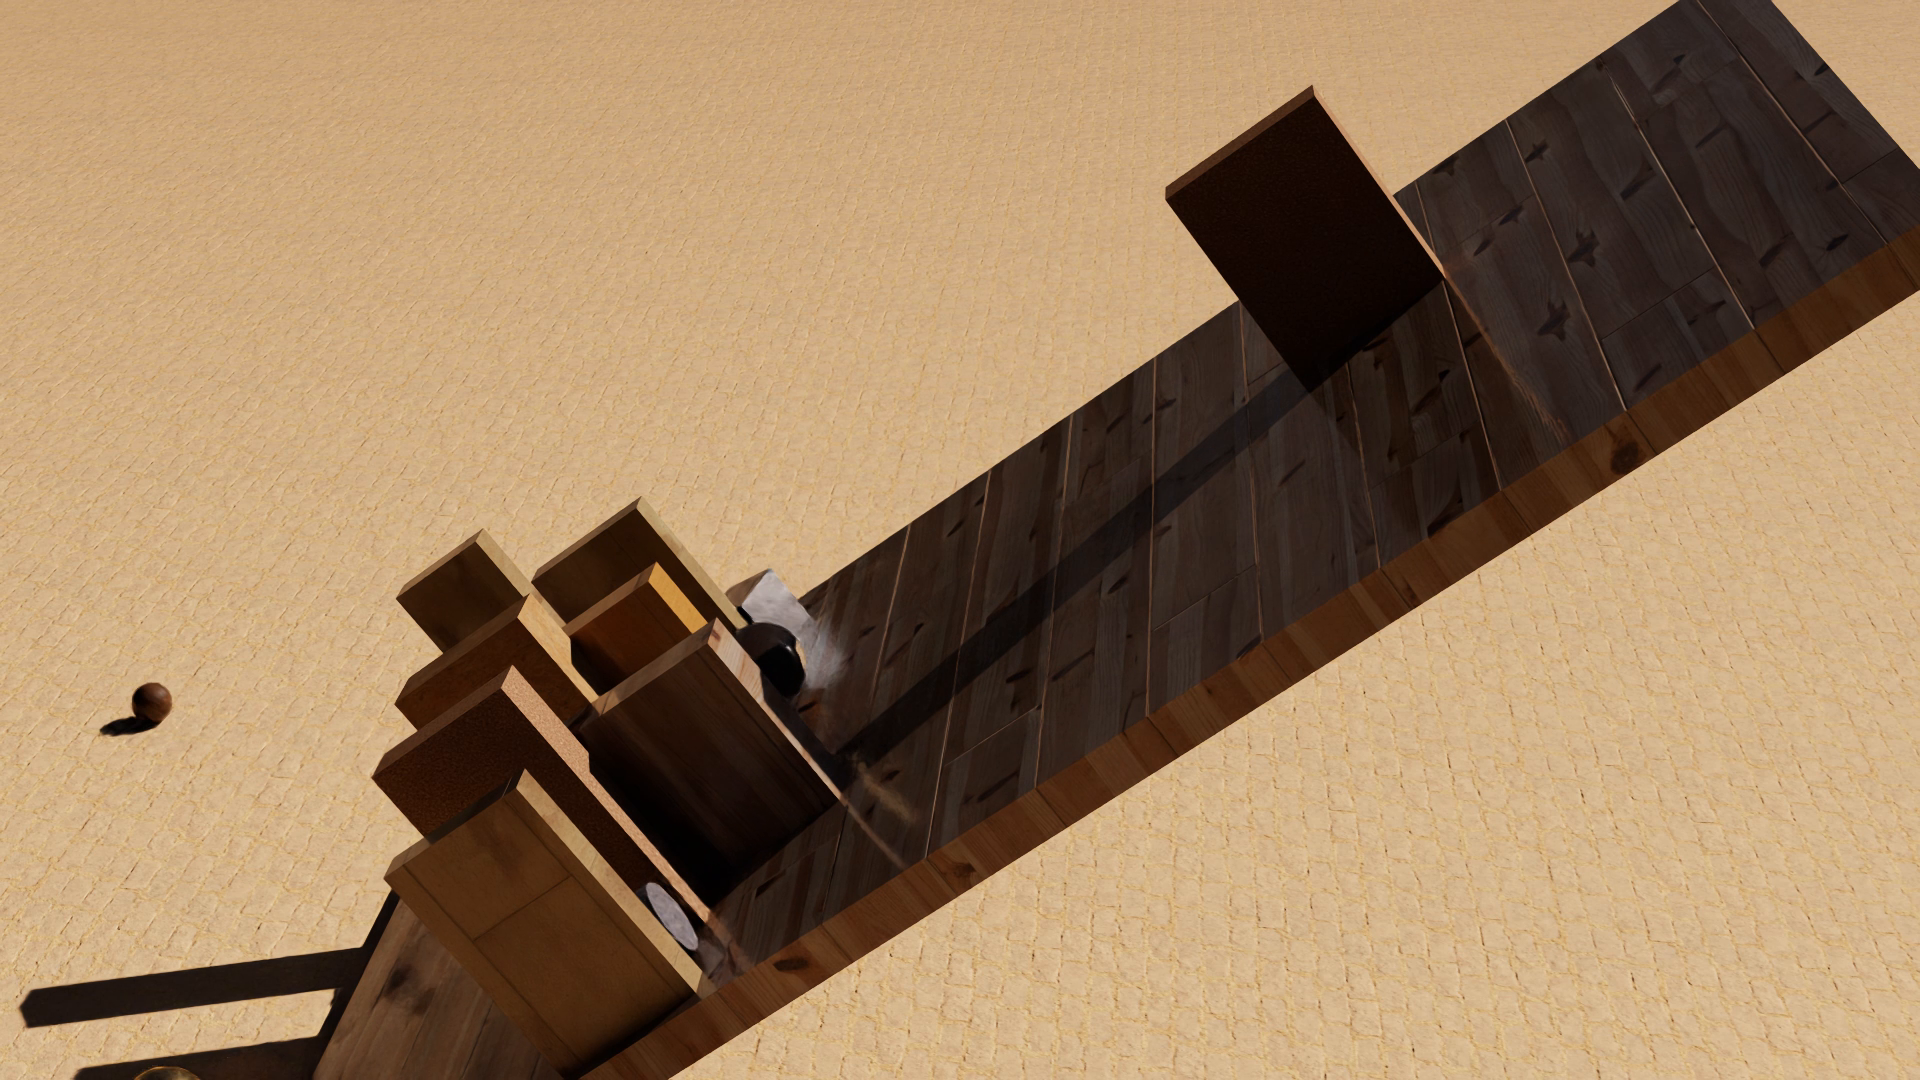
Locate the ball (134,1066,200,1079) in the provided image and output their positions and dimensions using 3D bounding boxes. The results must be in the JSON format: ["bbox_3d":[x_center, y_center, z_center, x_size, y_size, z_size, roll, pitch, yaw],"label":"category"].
[{"bbox_3d":[-1.793,1.287,6.634,0.200,0.200,0.200,0,22,0],"label":"ball"}]

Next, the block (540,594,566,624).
[{"bbox_3d":[-1.293,0.257,9.147,0.187,0.187,0.187,-5,23,-12],"label":"block"}]

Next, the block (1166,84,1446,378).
[{"bbox_3d":[0.728,-0.650,6.217,0.377,0.483,0.100,-34,16,16],"label":"block"}]

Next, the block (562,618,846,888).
[{"bbox_3d":[-0.537,0.455,6.046,0.417,0.430,0.128,-34,16,16],"label":"block"}]

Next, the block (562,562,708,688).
[{"bbox_3d":[-0.662,0.347,6.520,0.351,0.491,0.110,-34,16,16],"label":"block"}]

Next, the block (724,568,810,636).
[{"bbox_3d":[-0.503,0.197,7.210,0.158,0.158,0.158,-25,20,41],"label":"block"}]

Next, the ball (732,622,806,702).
[{"bbox_3d":[-0.454,0.291,6.747,0.205,0.205,0.205,0,22,0],"label":"ball"}]

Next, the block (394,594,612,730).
[{"bbox_3d":[-0.889,0.468,6.441,0.353,0.623,0.134,-34,16,16],"label":"block"}]

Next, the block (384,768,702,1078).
[{"bbox_3d":[-0.796,0.738,5.633,0.335,0.536,0.080,-34,16,16],"label":"block"}]

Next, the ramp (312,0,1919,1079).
[{"bbox_3d":[0.130,0.178,6.320,4.000,0.100,2.000,-34,16,16],"label":"ramp"}]

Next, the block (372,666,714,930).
[{"bbox_3d":[-0.835,0.600,5.915,0.342,0.639,0.107,-34,16,16],"label":"block"}]

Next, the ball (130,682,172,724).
[{"bbox_3d":[-2.388,0.481,8.692,0.120,0.120,0.120,0,22,0],"label":"ball"}]

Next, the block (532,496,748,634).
[{"bbox_3d":[-0.734,0.193,7.068,0.329,0.518,0.080,-34,16,16],"label":"block"}]

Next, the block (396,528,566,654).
[{"bbox_3d":[-1.106,0.296,7.403,0.266,0.631,0.089,-34,16,16],"label":"block"}]

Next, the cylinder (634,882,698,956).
[{"bbox_3d":[-0.633,0.790,5.815,0.163,0.163,0.163,-36,22,8],"label":"cylinder"}]
